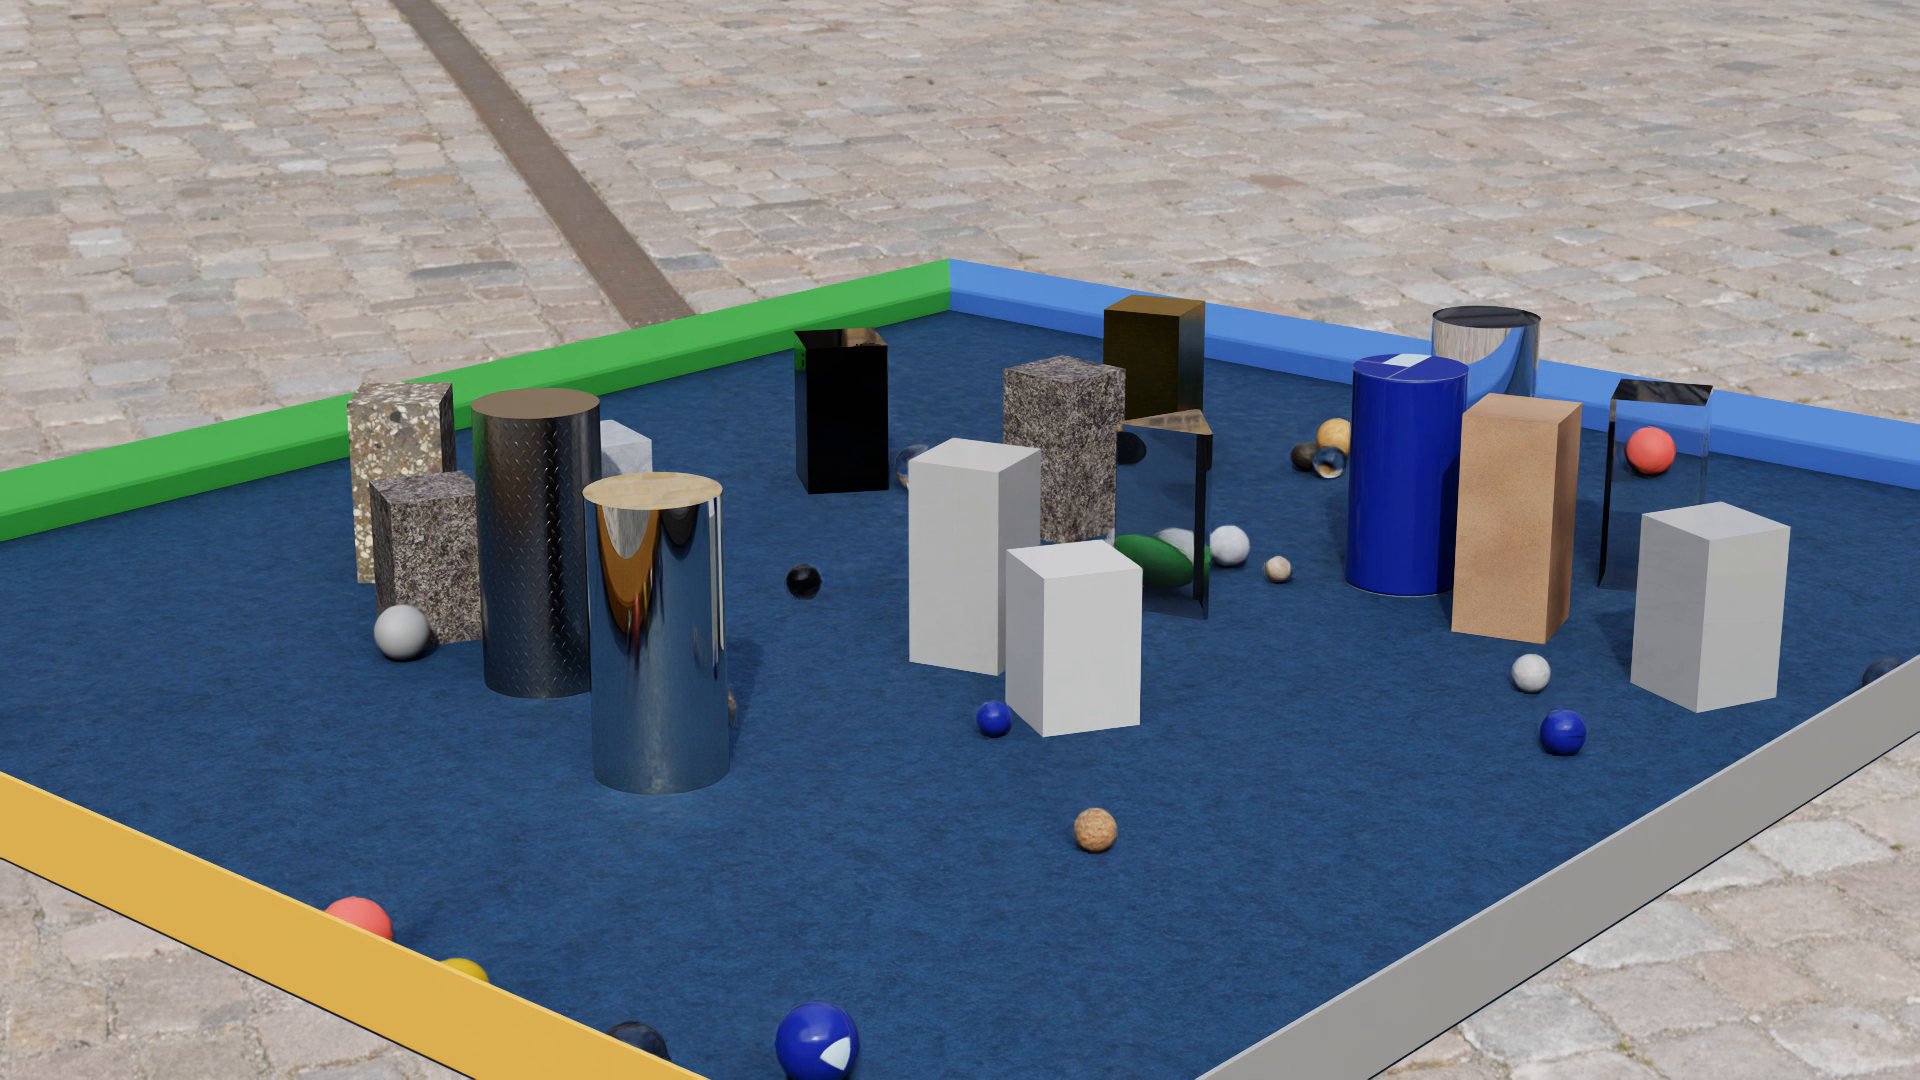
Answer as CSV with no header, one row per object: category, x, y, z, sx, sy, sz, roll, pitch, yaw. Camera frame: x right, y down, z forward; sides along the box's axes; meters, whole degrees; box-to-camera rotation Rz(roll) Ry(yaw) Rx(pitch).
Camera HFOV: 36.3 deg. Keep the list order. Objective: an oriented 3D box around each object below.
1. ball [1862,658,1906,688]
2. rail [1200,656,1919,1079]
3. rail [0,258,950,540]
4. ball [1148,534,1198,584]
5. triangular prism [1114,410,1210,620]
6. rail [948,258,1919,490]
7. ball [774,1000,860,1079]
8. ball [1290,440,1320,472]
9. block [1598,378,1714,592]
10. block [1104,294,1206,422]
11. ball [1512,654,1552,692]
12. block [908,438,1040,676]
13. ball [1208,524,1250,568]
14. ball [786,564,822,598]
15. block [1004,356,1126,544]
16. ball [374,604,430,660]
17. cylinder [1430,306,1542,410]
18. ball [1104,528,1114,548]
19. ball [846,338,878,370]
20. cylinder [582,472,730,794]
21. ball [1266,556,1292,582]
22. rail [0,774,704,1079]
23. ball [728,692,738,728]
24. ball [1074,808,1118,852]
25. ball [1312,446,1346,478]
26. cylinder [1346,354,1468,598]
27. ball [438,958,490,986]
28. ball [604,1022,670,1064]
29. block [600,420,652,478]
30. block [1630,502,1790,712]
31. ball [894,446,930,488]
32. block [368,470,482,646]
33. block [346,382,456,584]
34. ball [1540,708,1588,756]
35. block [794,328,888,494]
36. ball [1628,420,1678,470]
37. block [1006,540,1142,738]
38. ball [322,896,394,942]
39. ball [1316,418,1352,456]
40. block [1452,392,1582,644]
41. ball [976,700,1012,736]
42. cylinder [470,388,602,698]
ball,1.447,0.225,4.566,0.082,0.082,0.082,0,17,0
rail,1.159,0.323,4.156,0.045,0.130,3.503,14,22,39
rail,-1.159,-0.258,6.083,0.045,0.130,3.503,14,22,39
ball,0.378,0.033,5.191,0.089,0.089,0.089,0,17,0
triangular prism,0.377,-0.051,5.059,0.173,0.326,0.150,9,19,26
rail,1.133,-0.344,6.369,3.116,0.130,0.045,14,22,39
ball,-0.163,0.578,3.367,0.098,0.098,0.098,0,17,0
ball,0.698,-0.169,5.911,0.062,0.062,0.062,0,17,0
block,1.227,-0.094,5.172,0.160,0.344,0.160,6,18,18
block,0.394,-0.321,5.964,0.160,0.321,0.160,7,18,22
ball,0.906,0.211,4.649,0.062,0.062,0.062,0,17,0
block,0.025,0.025,4.782,0.160,0.341,0.160,8,19,25
ball,0.485,0.011,5.289,0.076,0.076,0.076,0,17,0
ball,-0.272,0.072,5.111,0.062,0.062,0.062,0,17,0
block,0.194,-0.170,5.484,0.160,0.309,0.160,16,23,43
ball,-0.912,0.151,4.797,0.091,0.091,0.091,0,17,0
cylinder,0.980,-0.225,5.515,0.200,0.397,0.200,0,17,0
ball,0.304,0.013,5.252,0.093,0.093,0.093,0,17,0
ball,-0.226,-0.430,6.757,0.074,0.074,0.074,0,17,0
cylinder,-0.441,0.134,4.268,0.200,0.429,0.200,0,17,0
ball,0.565,0.052,5.203,0.047,0.047,0.047,0,17,0
rail,-1.133,0.409,3.870,3.116,0.130,0.045,14,22,39
ball,-0.373,0.260,4.472,0.070,0.070,0.070,0,17,0
ball,0.186,0.398,4.029,0.060,0.060,0.060,0,17,0
ball,0.739,-0.156,5.860,0.067,0.067,0.067,0,17,0
cylinder,0.786,-0.115,5.164,0.200,0.389,0.200,0,17,0
ball,-0.604,0.542,3.512,0.083,0.083,0.083,0,17,0
ball,-0.374,0.593,3.335,0.088,0.088,0.088,0,17,0
block,-0.627,-0.024,4.989,0.160,0.316,0.160,-10,19,-29
block,1.181,0.104,4.624,0.160,0.281,0.160,-8,19,-25
ball,-0.084,-0.142,5.776,0.088,0.088,0.088,0,17,0
block,-0.887,0.032,4.917,0.160,0.250,0.160,-7,18,-22
block,-0.990,-0.103,5.233,0.160,0.327,0.160,0,17,-1
ball,0.903,0.287,4.384,0.070,0.070,0.070,0,17,0
block,-0.235,-0.257,5.801,0.160,0.293,0.160,-3,17,-11
ball,1.400,-0.192,5.921,0.100,0.100,0.100,0,17,0
block,0.174,0.150,4.522,0.160,0.252,0.160,-6,18,-19
ball,-0.755,0.493,3.649,0.098,0.098,0.098,0,17,0
ball,0.771,-0.208,6.000,0.084,0.084,0.084,0,17,0
block,0.935,-0.038,4.927,0.160,0.378,0.160,8,18,24
ball,0.051,0.271,4.462,0.054,0.054,0.054,0,17,0
cylinder,-0.664,0.004,4.654,0.200,0.456,0.200,0,17,0
